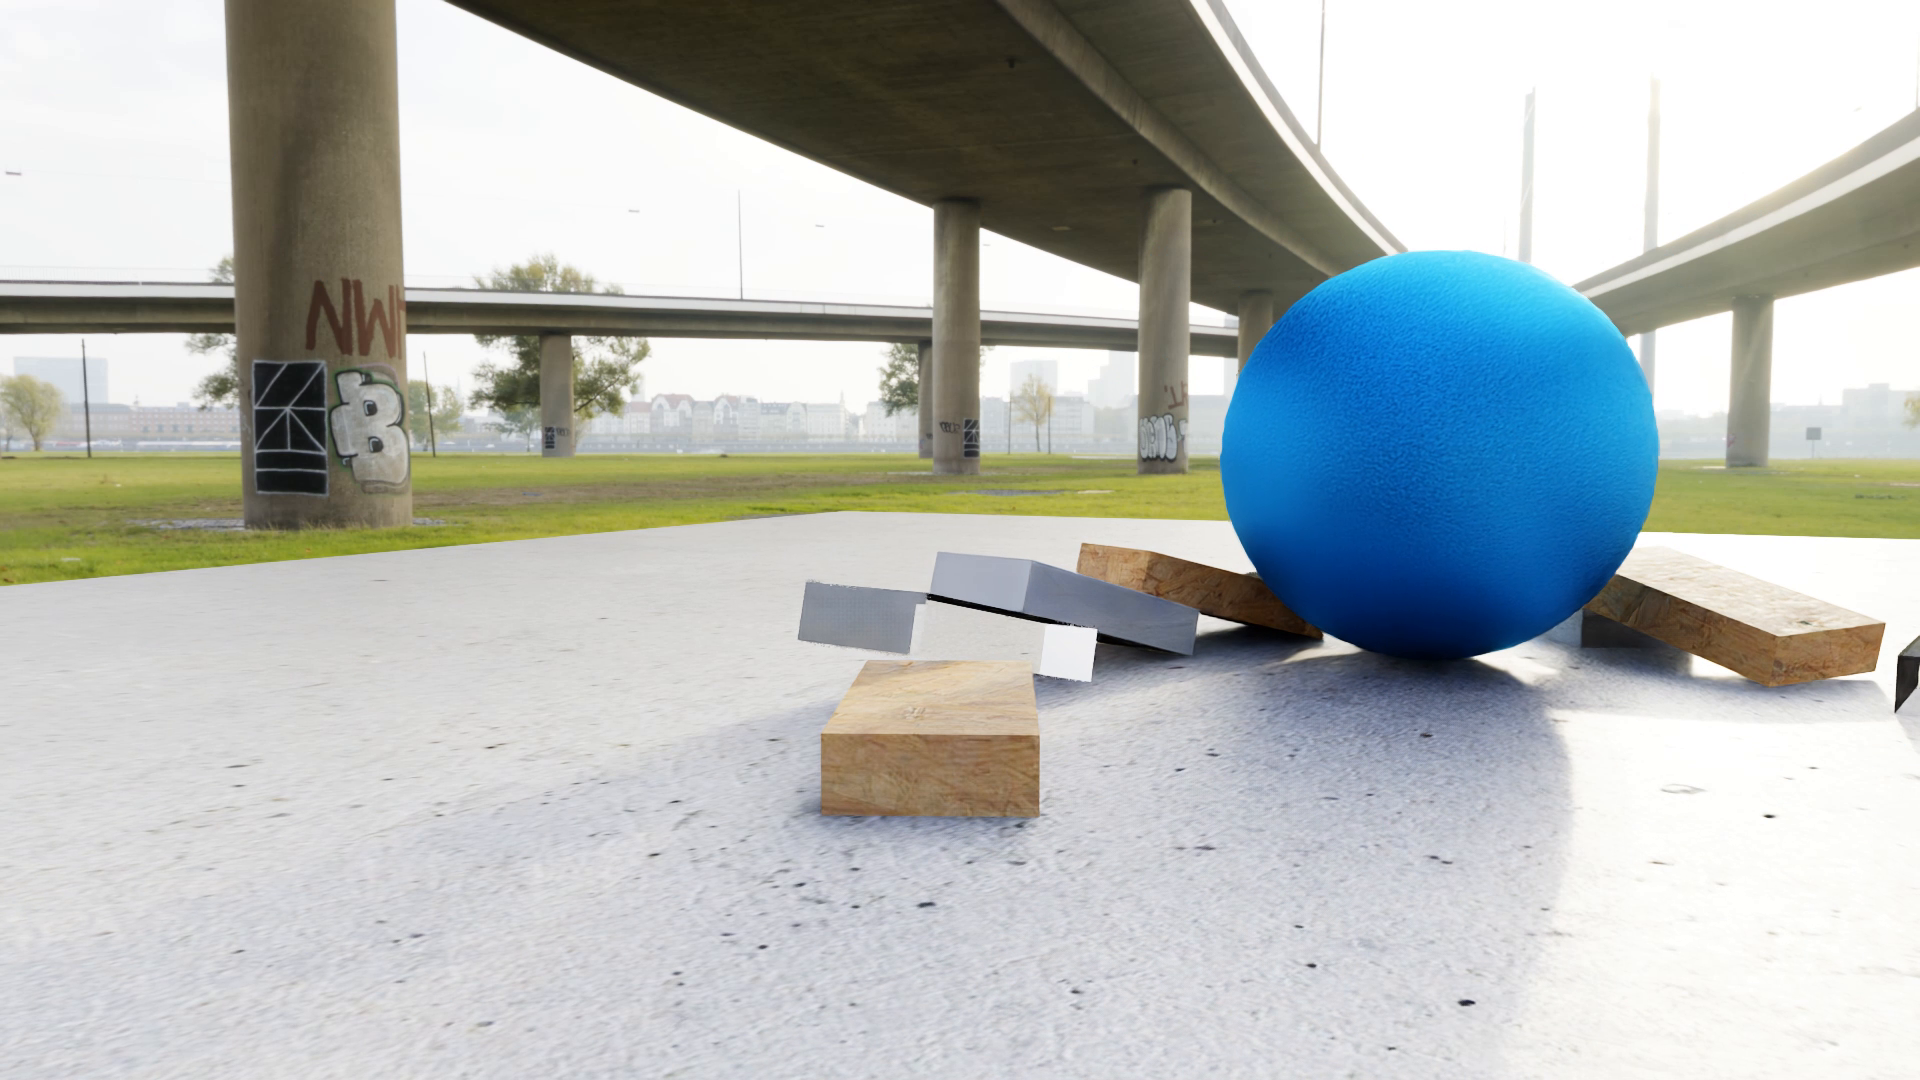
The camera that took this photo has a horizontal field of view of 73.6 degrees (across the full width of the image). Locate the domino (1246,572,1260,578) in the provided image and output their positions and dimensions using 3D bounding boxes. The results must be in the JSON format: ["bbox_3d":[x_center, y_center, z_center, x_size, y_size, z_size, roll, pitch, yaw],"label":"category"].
[{"bbox_3d":[0.091,0.015,0.310,0.050,0.010,0.025,3,5,33],"label":"domino"}]

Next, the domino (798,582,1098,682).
[{"bbox_3d":[-0.001,0.016,0.218,0.025,0.009,0.050,3,-7,37],"label":"domino"}]

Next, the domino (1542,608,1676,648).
[{"bbox_3d":[0.141,0.016,0.293,0.025,0.009,0.050,0,4,-2],"label":"domino"}]

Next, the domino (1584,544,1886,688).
[{"bbox_3d":[0.146,0.013,0.250,0.025,0.009,0.050,-5,17,-17],"label":"domino"}]

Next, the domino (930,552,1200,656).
[{"bbox_3d":[0.021,0.013,0.250,0.050,0.009,0.025,17,-8,-42],"label":"domino"}]

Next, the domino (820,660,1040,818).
[{"bbox_3d":[-0.003,0.025,0.171,0.025,0.009,0.050,0,4,2],"label":"domino"}]

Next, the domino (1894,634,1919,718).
[{"bbox_3d":[0.173,0.022,0.212,0.025,0.009,0.050,4,6,42],"label":"domino"}]

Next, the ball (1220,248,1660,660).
[{"bbox_3d":[0.092,-0.016,0.252,0.080,0.080,0.080,0,4,0],"label":"ball"}]

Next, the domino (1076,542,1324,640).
[{"bbox_3d":[0.053,0.011,0.279,0.050,0.009,0.025,13,-3,-28],"label":"domino"}]
